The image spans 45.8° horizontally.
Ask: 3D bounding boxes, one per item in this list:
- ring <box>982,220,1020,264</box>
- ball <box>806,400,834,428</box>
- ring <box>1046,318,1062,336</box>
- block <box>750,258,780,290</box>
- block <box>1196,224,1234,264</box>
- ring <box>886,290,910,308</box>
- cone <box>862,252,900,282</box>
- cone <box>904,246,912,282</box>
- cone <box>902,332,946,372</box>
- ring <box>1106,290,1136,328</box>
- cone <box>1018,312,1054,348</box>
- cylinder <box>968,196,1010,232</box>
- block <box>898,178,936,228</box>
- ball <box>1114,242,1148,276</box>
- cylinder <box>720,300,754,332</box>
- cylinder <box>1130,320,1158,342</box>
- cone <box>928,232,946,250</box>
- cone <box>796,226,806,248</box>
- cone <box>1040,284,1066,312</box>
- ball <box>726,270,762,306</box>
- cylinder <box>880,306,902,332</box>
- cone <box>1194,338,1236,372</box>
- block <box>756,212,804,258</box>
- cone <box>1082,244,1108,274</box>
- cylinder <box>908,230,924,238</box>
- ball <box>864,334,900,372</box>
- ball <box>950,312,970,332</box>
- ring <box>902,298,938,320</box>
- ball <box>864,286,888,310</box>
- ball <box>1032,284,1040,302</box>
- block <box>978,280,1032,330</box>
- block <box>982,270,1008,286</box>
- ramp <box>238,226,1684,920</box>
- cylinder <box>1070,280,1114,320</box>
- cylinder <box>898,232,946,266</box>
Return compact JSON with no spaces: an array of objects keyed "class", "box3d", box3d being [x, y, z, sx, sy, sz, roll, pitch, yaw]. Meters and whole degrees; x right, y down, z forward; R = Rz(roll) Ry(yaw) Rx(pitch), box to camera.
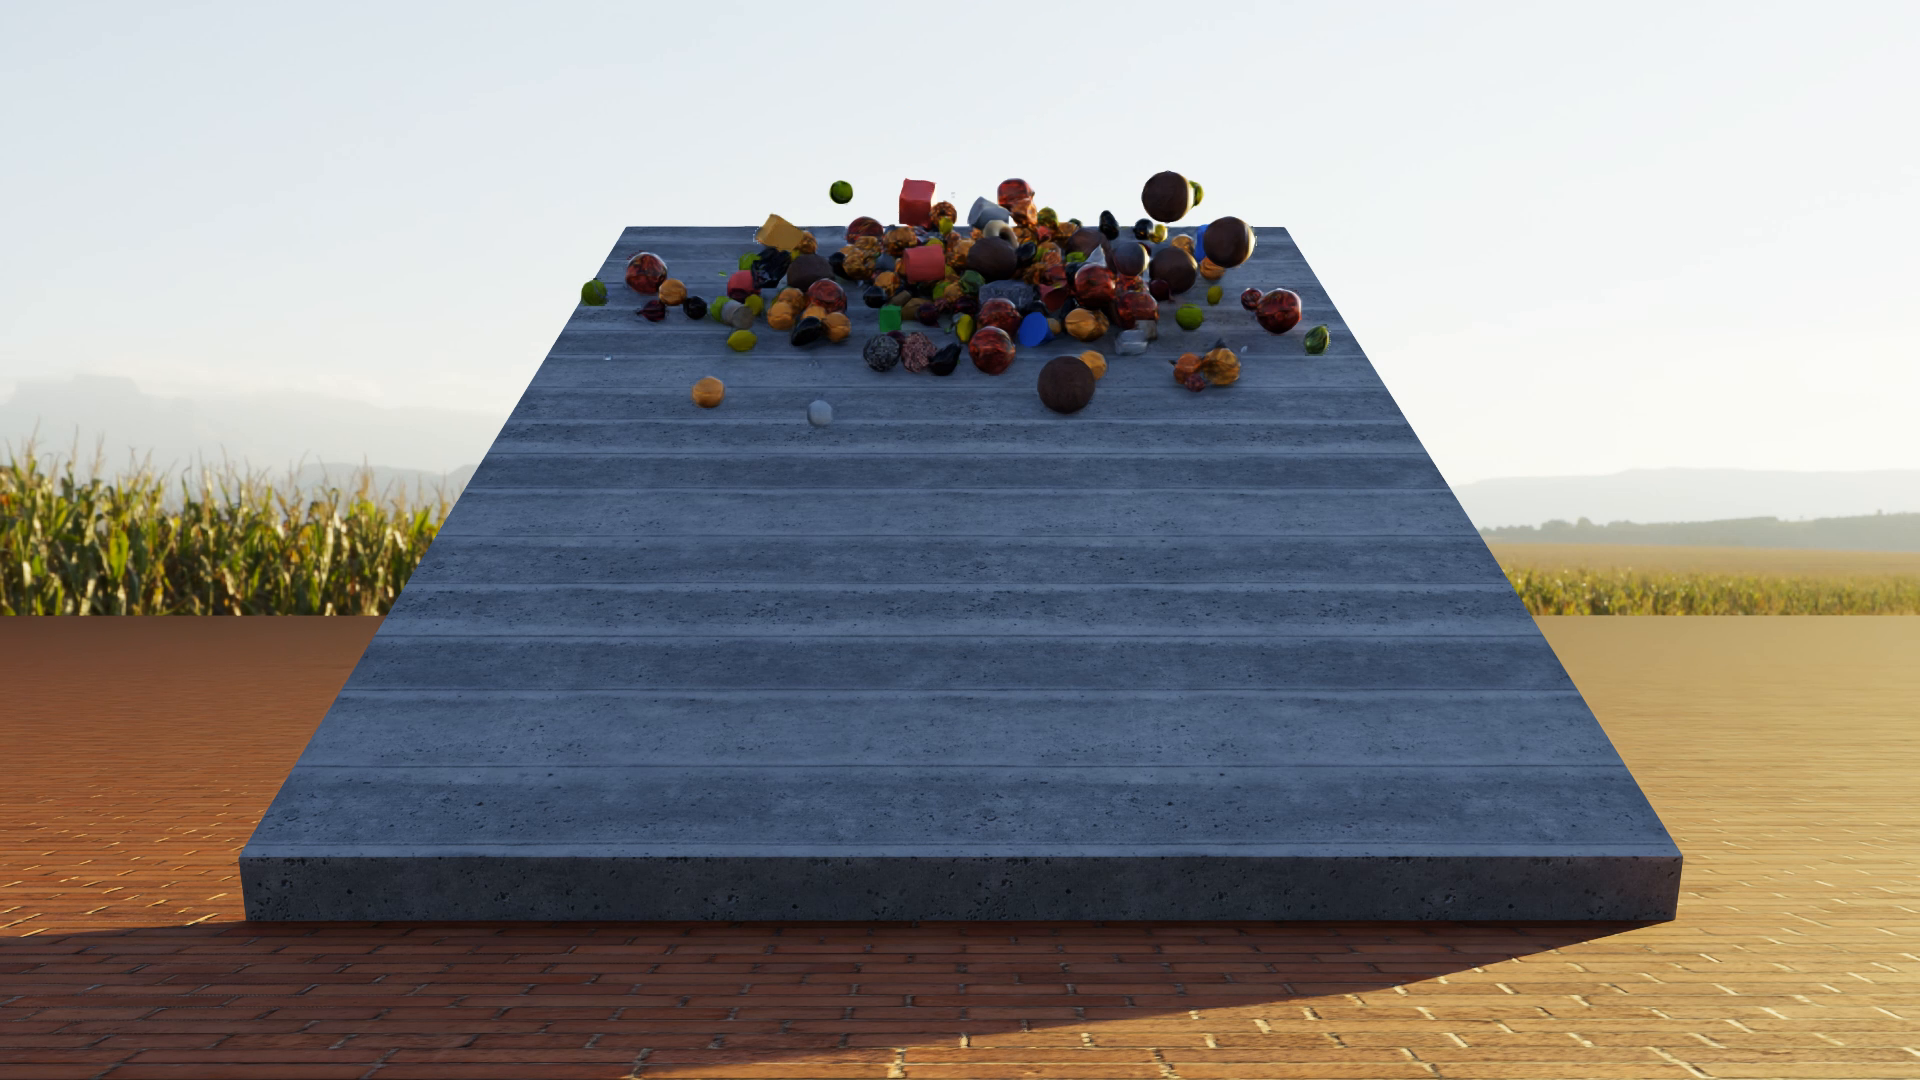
[{"class":"ring","box3d":[0.113,-0.821,6.269,0.045,0.134,0.134,-23,-15,34]},{"class":"ball","box3d":[-0.308,-0.277,4.986,0.060,0.060,0.060,0,-2,0]},{"class":"ring","box3d":[0.206,-0.536,5.727,0.100,0.033,0.100,0,22,0]},{"class":"block","box3d":[-0.502,-0.687,5.864,0.060,0.060,0.060,-8,-10,-15]},{"class":"block","box3d":[0.725,-0.842,6.470,0.091,0.091,0.091,5,21,14]},{"class":"ring","box3d":[-0.162,-0.604,5.814,0.088,0.029,0.088,-39,13,11]},{"class":"cone","box3d":[-0.229,-0.734,6.247,0.092,0.092,0.092,-22,-10,20]},{"class":"cone","box3d":[-0.098,-0.731,6.037,0.095,0.095,0.095,2,-2,-5]},{"class":"cone","box3d":[-0.071,-0.442,5.418,0.099,0.099,0.099,5,-5,-44]},{"class":"ring","box3d":[0.411,-0.590,5.787,0.033,0.098,0.098,-2,-3,43]},{"class":"cone","box3d":[0.210,-0.510,5.647,0.090,0.090,0.090,-2,-10,42]},{"class":"cylinder","box3d":[0.081,-0.913,6.426,0.087,0.087,0.087,22,-11,-25]},{"class":"block","box3d":[-0.121,-0.972,6.556,0.094,0.094,0.094,7,-43,6]},{"class":"ball","box3d":[0.428,-0.703,5.684,0.086,0.086,0.086,0,-2,0]},{"class":"cylinder","box3d":[-0.564,-0.569,5.766,0.065,0.065,0.065,1,17,-33]},{"class":"cylinder","box3d":[0.458,-0.520,5.658,0.052,0.052,0.052,-5,-1,-13]},{"class":"cone","box3d":[-0.052,-0.831,6.275,0.051,0.051,0.051,1,-6,-24]},{"class":"cone","box3d":[-0.468,-0.870,6.615,0.065,0.065,0.065,42,20,26]},{"class":"cone","box3d":[0.224,-0.641,5.873,0.075,0.075,0.075,1,39,-39]},{"class":"ball","box3d":[-0.568,-0.665,5.987,0.092,0.092,0.092,0,-2,0]},{"class":"cylinder","box3d":[-0.176,-0.560,5.756,0.057,0.057,0.057,0,20,0]},{"class":"cone","box3d":[0.595,-0.422,5.408,0.093,0.093,0.093,-23,-8,14]},{"class":"block","box3d":[-0.509,-0.858,6.401,0.087,0.087,0.087,33,0,-25]},{"class":"cone","box3d":[0.361,-0.744,5.949,0.072,0.072,0.072,12,-17,4]},{"class":"cylinder","box3d":[-0.123,-0.842,6.475,0.063,0.063,0.063,-1,29,21]},{"class":"ball","box3d":[-0.185,-0.444,5.398,0.088,0.088,0.088,0,-2,0]},{"class":"ball","box3d":[0.000,-0.548,5.733,0.050,0.050,0.050,0,-2,0]},{"class":"ring","box3d":[-0.117,-0.596,5.879,0.117,0.039,0.117,0,20,0]},{"class":"ball","box3d":[-0.213,-0.612,5.728,0.060,0.060,0.060,0,-2,0]},{"class":"ball","box3d":[0.191,-0.654,6.021,0.050,0.050,0.050,0,-2,0]},{"class":"block","box3d":[0.117,-0.604,5.815,0.098,0.098,0.098,14,25,33]},{"class":"block","box3d":[0.094,-0.685,6.089,0.060,0.060,0.060,-3,21,-9]},{"class":"ramp","box3d":[-0.005,-0.210,5.037,2.000,0.100,4.000,0,20,0]},{"class":"cylinder","box3d":[0.342,-0.616,5.831,0.083,0.083,0.083,19,-10,-26]},{"class":"cylinder","box3d":[-0.107,-0.805,6.354,0.096,0.096,0.096,-1,20,35]}]
